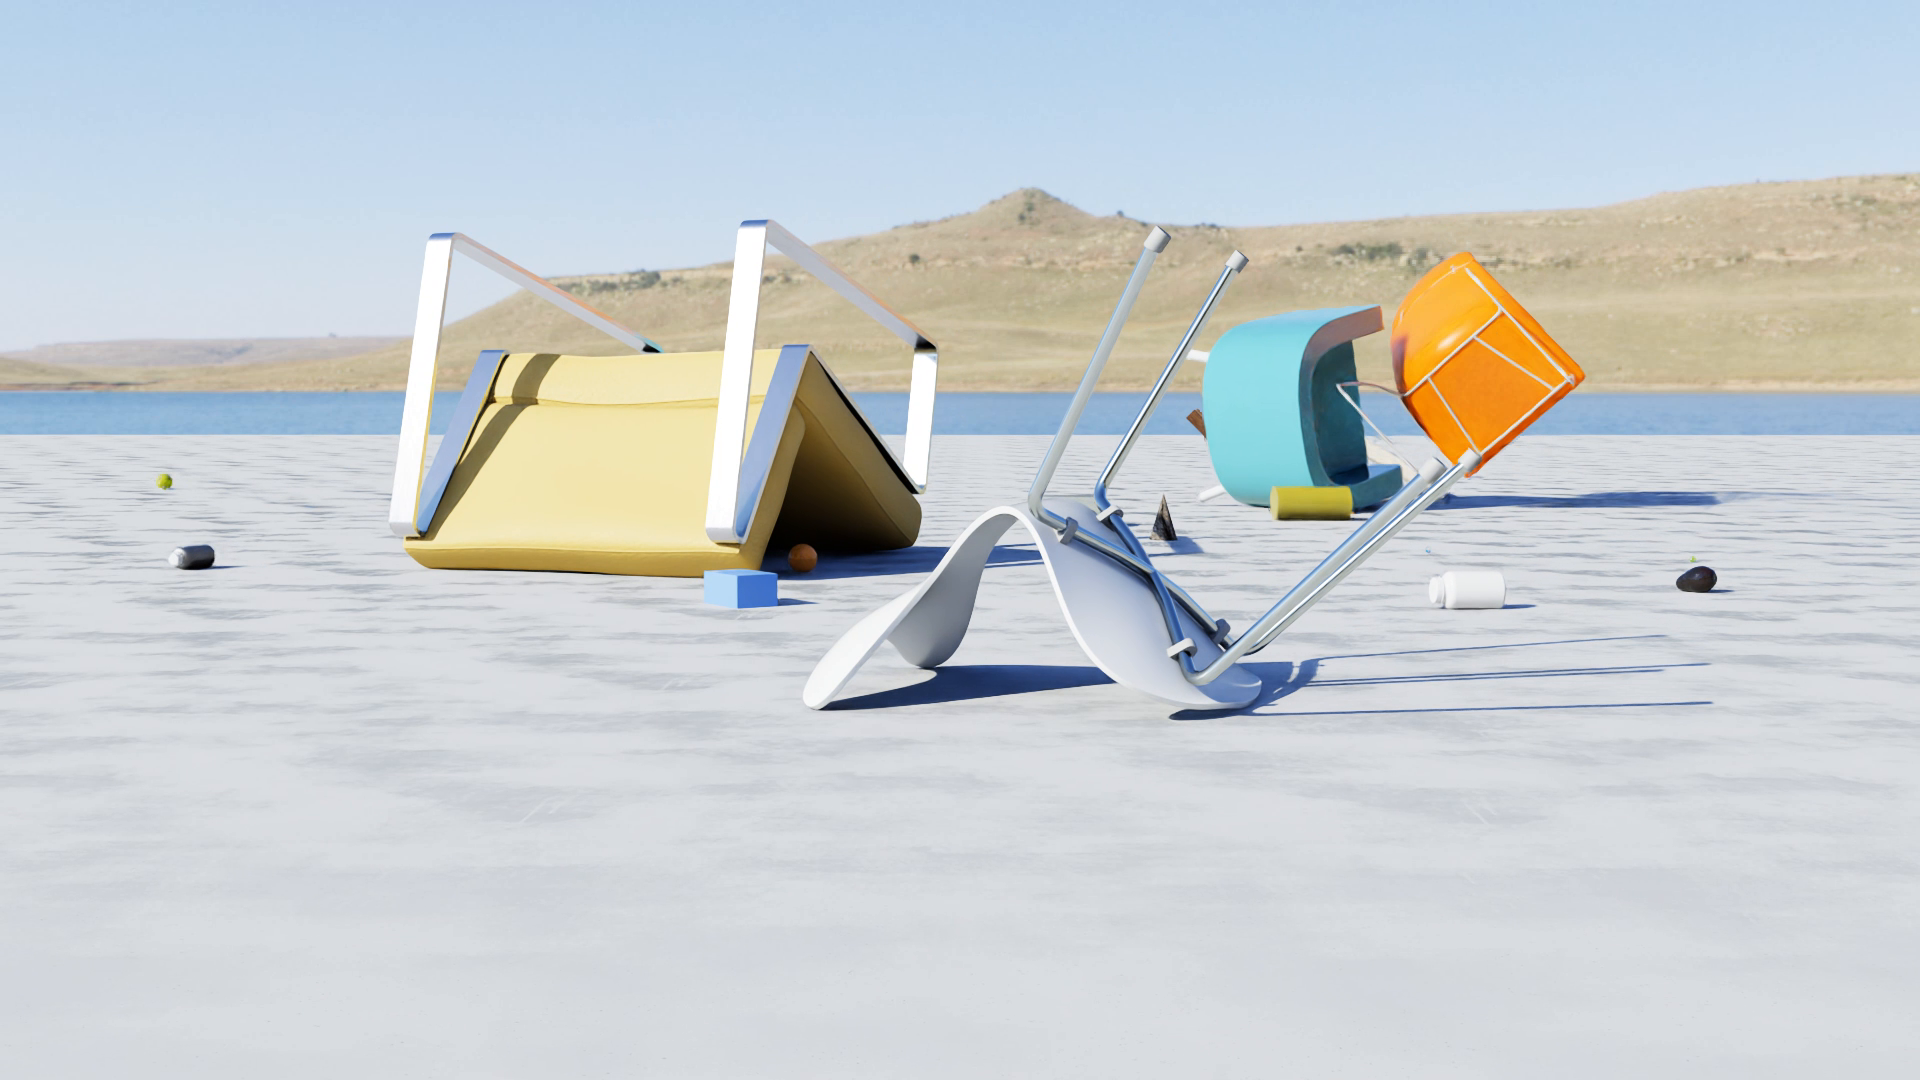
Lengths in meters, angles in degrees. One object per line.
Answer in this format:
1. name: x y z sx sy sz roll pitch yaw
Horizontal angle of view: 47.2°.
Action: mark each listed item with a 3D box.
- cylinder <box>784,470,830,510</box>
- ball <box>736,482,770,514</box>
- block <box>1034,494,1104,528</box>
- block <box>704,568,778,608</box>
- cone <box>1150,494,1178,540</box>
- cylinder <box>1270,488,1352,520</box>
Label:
1. cylinder: -0.573 -0.192 8.274 0.104 0.167 0.117 -42 -20 30
2. ball: -0.742 -0.151 7.893 0.116 0.116 0.116 0 4 0
3. block: 0.357 -0.094 7.182 0.211 0.100 0.155 1 4 8
4. block: -0.457 0.101 4.579 0.094 0.068 0.148 -3 5 -33
5. cone: 0.606 -0.071 6.547 0.074 0.142 0.092 -3 5 -40
6. cylinder: 1.202 -0.124 7.529 0.256 0.113 0.116 0 35 -5
